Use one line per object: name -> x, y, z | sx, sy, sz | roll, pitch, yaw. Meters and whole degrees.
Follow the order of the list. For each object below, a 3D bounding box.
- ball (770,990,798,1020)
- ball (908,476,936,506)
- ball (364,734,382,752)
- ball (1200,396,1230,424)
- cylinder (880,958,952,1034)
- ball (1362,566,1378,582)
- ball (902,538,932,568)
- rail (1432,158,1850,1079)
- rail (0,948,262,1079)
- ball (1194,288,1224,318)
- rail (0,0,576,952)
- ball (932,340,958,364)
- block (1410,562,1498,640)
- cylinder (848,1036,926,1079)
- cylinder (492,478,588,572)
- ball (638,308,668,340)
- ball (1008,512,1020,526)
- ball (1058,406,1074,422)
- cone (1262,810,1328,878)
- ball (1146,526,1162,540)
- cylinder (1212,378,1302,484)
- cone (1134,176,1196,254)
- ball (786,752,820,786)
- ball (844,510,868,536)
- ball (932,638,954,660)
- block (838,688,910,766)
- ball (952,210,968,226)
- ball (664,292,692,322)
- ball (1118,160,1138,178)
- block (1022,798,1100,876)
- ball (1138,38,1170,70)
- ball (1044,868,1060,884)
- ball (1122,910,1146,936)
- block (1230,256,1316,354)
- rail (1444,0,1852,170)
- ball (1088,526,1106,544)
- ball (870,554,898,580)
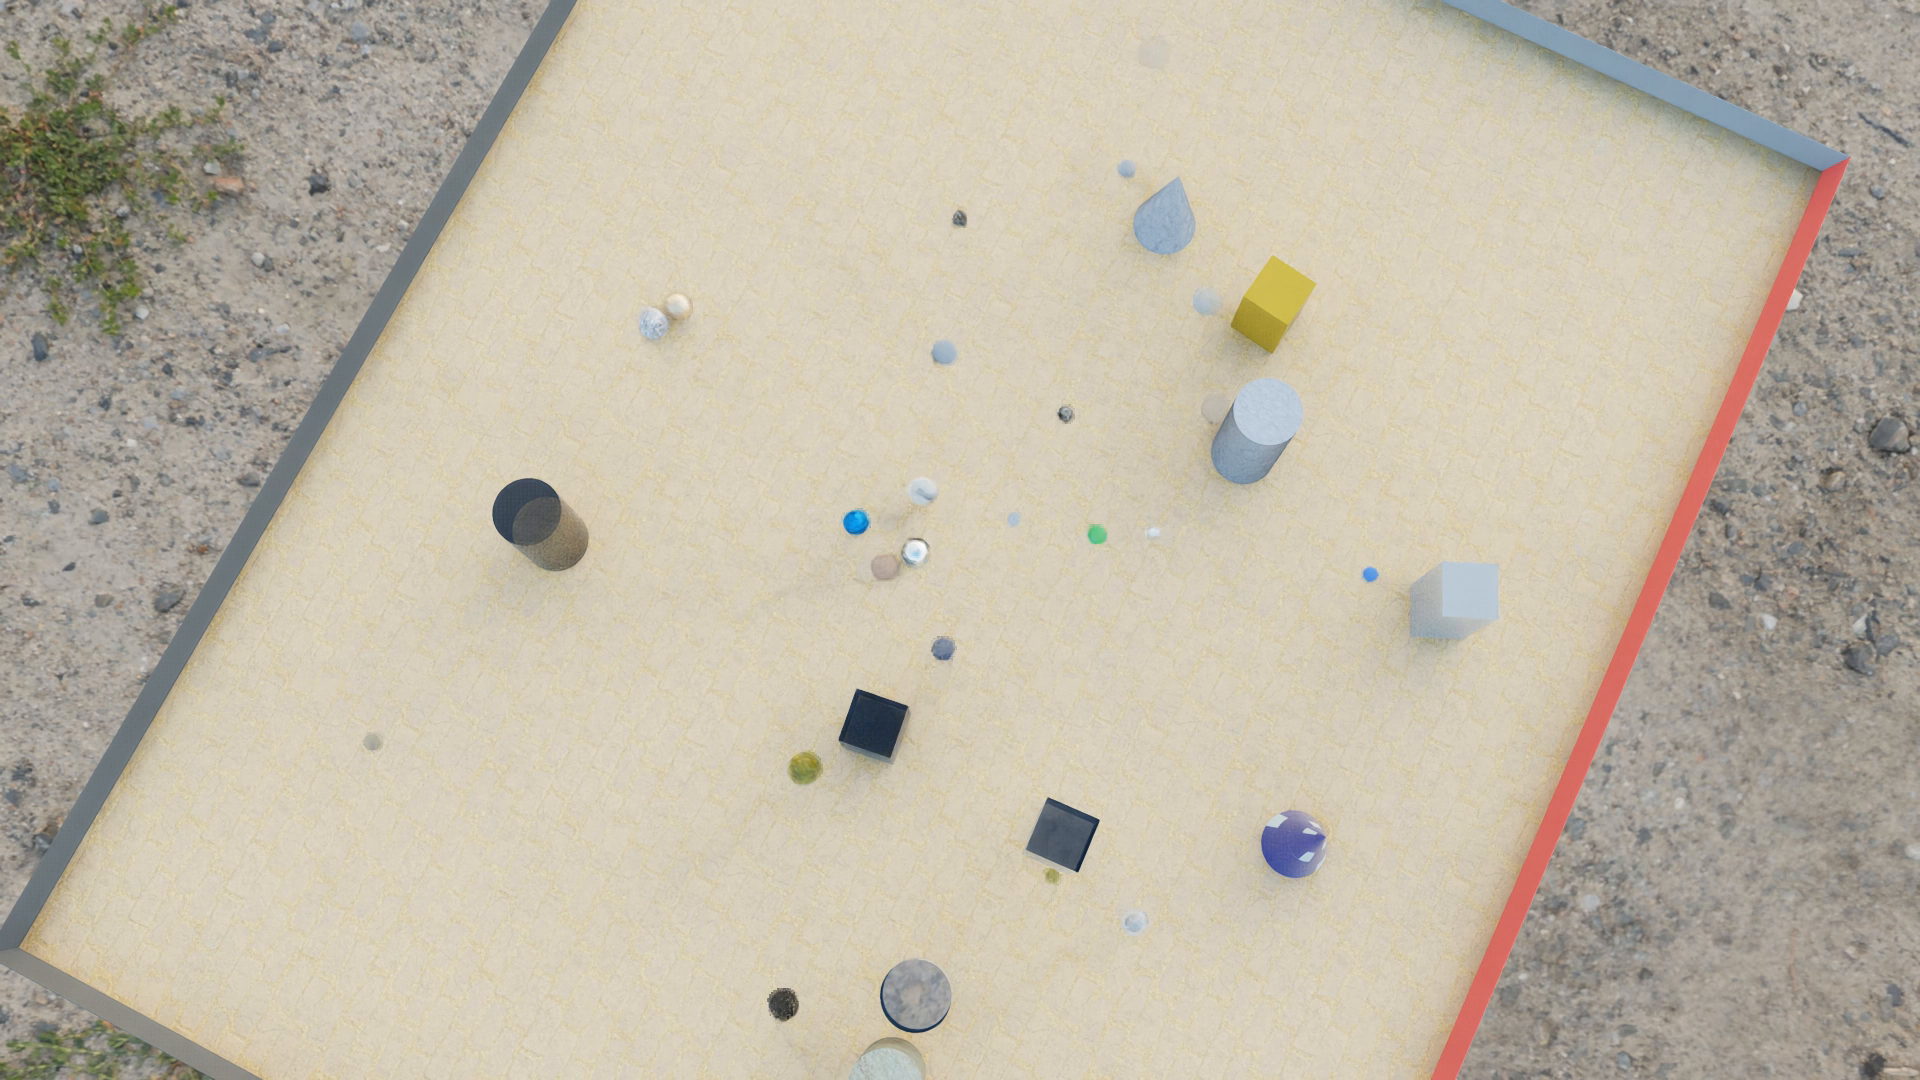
ball -> -0.508, 1.344, 5.295 | 0.085, 0.085, 0.085 | 0, 78, 0
ball -> -0.116, -0.150, 5.602 | 0.089, 0.089, 0.089 | 0, 78, 0
ball -> -1.752, 0.604, 5.465 | 0.052, 0.052, 0.052 | 0, 78, 0
ball -> 0.788, -0.402, 5.654 | 0.089, 0.089, 0.089 | 0, 78, 0
cylinder -> -0.122, 1.287, 5.196 | 0.198, 0.302, 0.198 | 0, 78, 0
ball -> 1.248, 0.104, 5.571 | 0.047, 0.047, 0.047 | 0, 78, 0
ball -> -0.133, 0.037, 5.562 | 0.091, 0.091, 0.091 | 0, 78, 0
rail -> 1.722, 0.850, 5.374 | 0.045, 0.129, 4.674 | 26, 80, 5
rail -> -1.034, 2.033, 5.129 | 3.898, 0.129, 0.045 | 26, 80, 5
ball -> 0.761, -0.726, 5.607 | 0.089, 0.089, 0.089 | 0, 78, 0
rail -> -1.722, -0.836, 5.723 | 0.045, 0.129, 4.674 | 26, 80, 5
ball -> -0.048, -0.585, 5.697 | 0.080, 0.080, 0.080 | 0, 78, 0
block -> 1.447, 0.181, 5.383 | 0.159, 0.384, 0.159 | 3, 78, 1
cylinder -> -0.197, 1.490, 5.063 | 0.198, 0.480, 0.198 | 0, 78, 0
cylinder -> -1.237, -0.041, 5.425 | 0.198, 0.392, 0.198 | 0, 78, 0
ball -> -0.955, -0.672, 5.707 | 0.095, 0.095, 0.095 | 0, 78, 0
ball -> 0.166, -0.063, 5.609 | 0.041, 0.041, 0.041 | 0, 78, 0
ball -> 0.326, -0.390, 5.673 | 0.048, 0.048, 0.048 | 0, 78, 0
cone -> 0.992, 0.853, 5.198 | 0.198, 0.473, 0.198 | 0, 78, 0
ball -> 0.593, -0.022, 5.599 | 0.043, 0.043, 0.043 | 0, 78, 0
cylinder -> 0.876, -0.317, 5.438 | 0.198, 0.478, 0.198 | 0, 78, 0
cone -> 0.649, -1.042, 5.630 | 0.198, 0.396, 0.198 | 0, 78, 0
ball -> -0.463, 0.677, 5.426 | 0.099, 0.099, 0.099 | 0, 78, 0
ball -> -0.317, -0.053, 5.588 | 0.077, 0.077, 0.077 | 0, 78, 0
ball -> -0.051, 0.329, 5.514 | 0.068, 0.068, 0.068 | 0, 78, 0
block -> -0.249, 0.550, 5.380 | 0.159, 0.241, 0.159 | 18, 79, 4
ball -> 0.000, -1.017, 5.802 | 0.050, 0.050, 0.050 | 0, 78, 0
ball -> -0.880, -0.729, 5.720 | 0.092, 0.092, 0.092 | 0, 78, 0
ball -> 0.534, -1.180, 5.831 | 0.058, 0.058, 0.058 | 0, 78, 0
block -> 0.286, 0.853, 5.257 | 0.159, 0.359, 0.159 | 23, 79, 5
ball -> 0.623, -1.562, 5.890 | 0.099, 0.099, 0.099 | 0, 78, 0
ball -> 0.272, 0.989, 5.387 | 0.048, 0.048, 0.048 | 0, 78, 0
ball -> 0.507, 1.116, 5.347 | 0.075, 0.075, 0.075 | 0, 78, 0
block -> 0.958, -0.719, 5.620 | 0.159, 0.285, 0.159 | 35, 80, 7
rail -> 1.034, -2.019, 5.968 | 3.898, 0.129, 0.045 | 26, 80, 5
ball -> 0.418, -0.015, 5.589 | 0.059, 0.059, 0.059 | 0, 78, 0
ball -> -0.229, 0.082, 5.557 | 0.084, 0.084, 0.084 | 0, 78, 0
